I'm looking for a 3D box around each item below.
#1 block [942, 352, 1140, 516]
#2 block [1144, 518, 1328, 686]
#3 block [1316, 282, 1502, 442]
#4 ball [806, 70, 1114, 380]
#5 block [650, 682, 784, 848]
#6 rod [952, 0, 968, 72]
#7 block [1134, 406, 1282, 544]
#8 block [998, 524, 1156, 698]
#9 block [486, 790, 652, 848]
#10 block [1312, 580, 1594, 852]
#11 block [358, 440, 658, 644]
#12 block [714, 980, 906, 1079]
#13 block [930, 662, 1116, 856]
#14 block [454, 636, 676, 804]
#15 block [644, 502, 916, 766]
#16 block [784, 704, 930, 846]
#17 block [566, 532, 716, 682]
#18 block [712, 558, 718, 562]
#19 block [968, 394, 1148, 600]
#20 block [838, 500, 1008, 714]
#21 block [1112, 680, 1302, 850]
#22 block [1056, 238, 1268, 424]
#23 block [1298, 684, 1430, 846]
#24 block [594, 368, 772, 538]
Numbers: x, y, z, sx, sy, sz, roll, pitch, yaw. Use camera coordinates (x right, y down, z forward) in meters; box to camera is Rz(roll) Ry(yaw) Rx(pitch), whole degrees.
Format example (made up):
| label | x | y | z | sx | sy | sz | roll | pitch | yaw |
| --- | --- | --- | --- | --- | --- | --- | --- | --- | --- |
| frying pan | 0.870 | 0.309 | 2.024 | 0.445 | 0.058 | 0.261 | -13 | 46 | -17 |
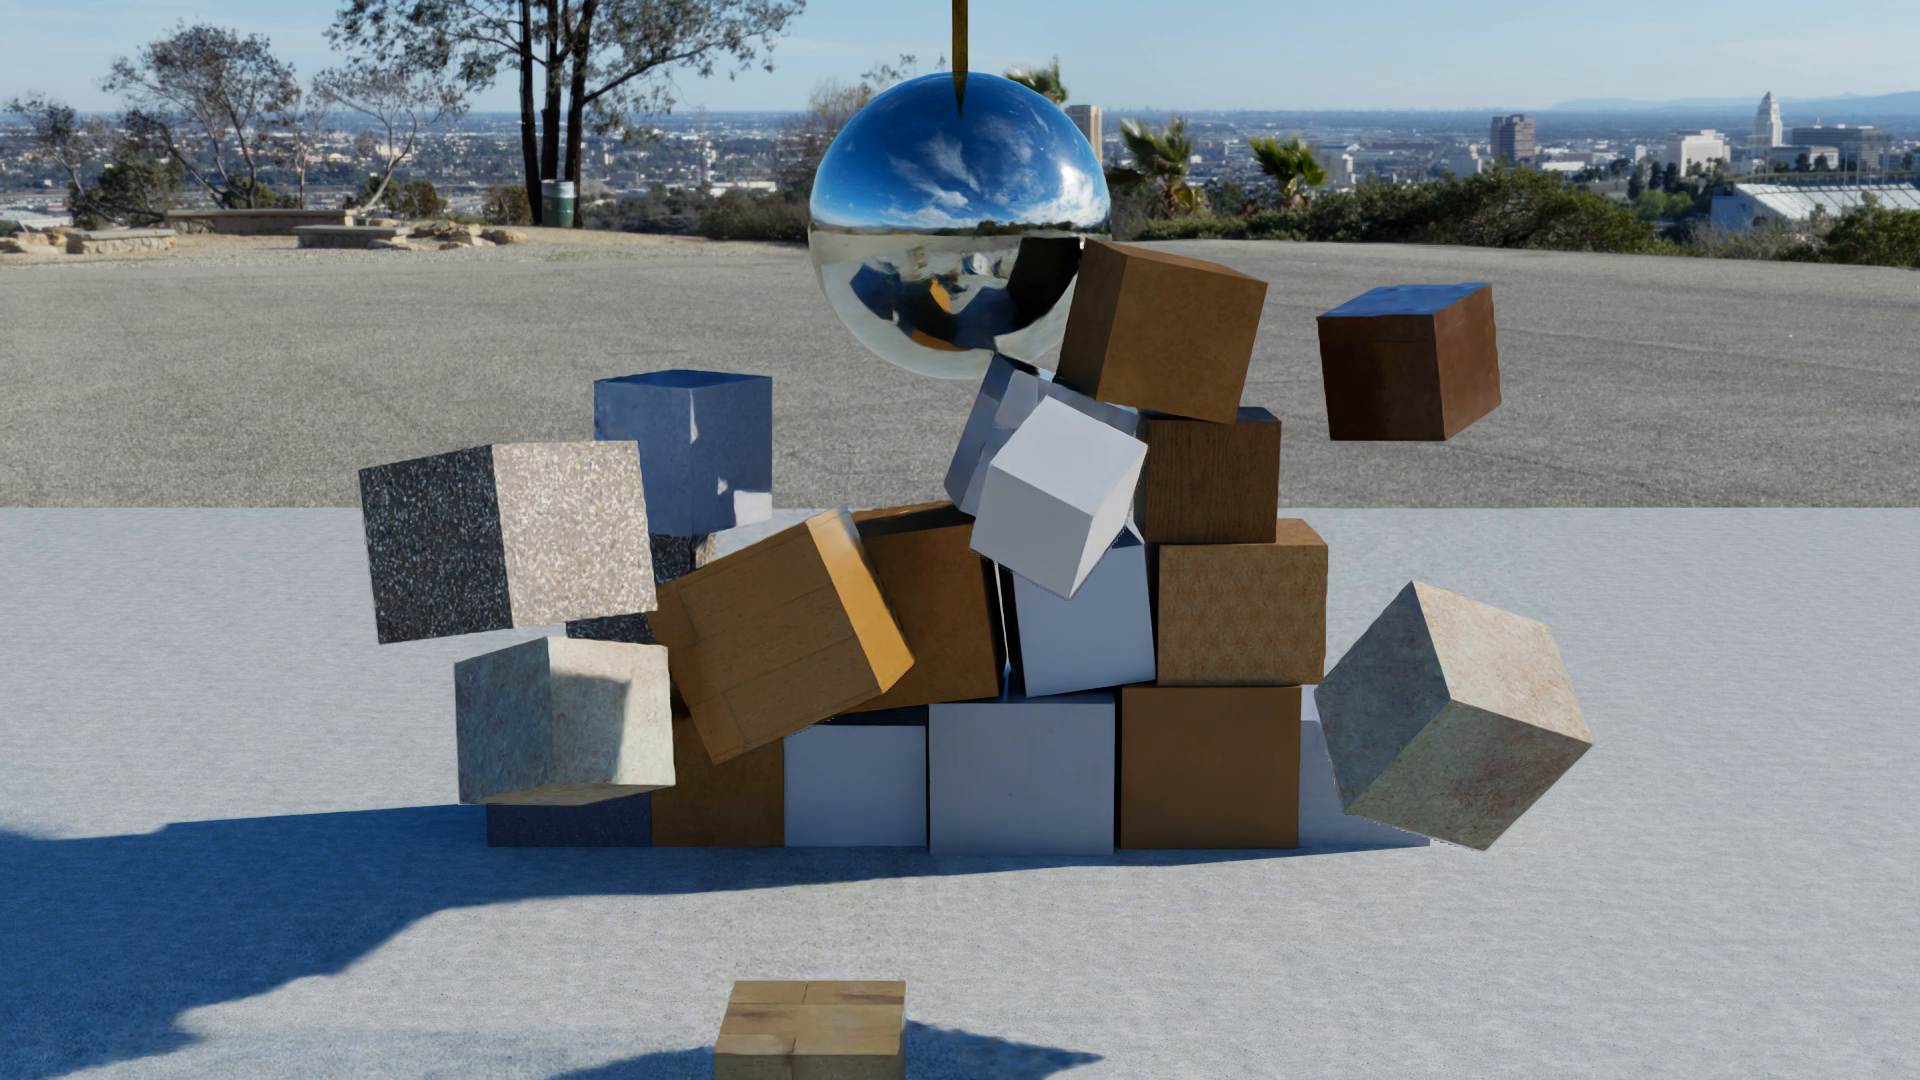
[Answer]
| label | x | y | z | sx | sy | sz | roll | pitch | yaw |
| --- | --- | --- | --- | --- | --- | --- | --- | --- | --- |
| block | 0.392 | -0.439 | 10.909 | 0.664 | 0.734 | 0.658 | 20 | 9 | -11 |
| block | 1.391 | 0.304 | 11.252 | 0.829 | 0.706 | 0.786 | 0 | 10 | -1 |
| block | 2.312 | -0.917 | 11.287 | 0.634 | 0.644 | 0.718 | 3 | 19 | 36 |
| ball | 0.000 | -1.635 | 11.493 | 1.600 | 1.600 | 1.600 | 0 | 10 | 0 |
| block | -1.213 | 1.144 | 11.392 | 0.664 | 0.673 | 0.790 | 0 | 10 | 0 |
| rod | 0.000 | -4.903 | 10.553 | 0.080 | 5.200 | 0.080 | 0 | 16 | 0 |
| block | 1.236 | -0.339 | 11.090 | 0.649 | 0.608 | 0.579 | 1 | 11 | -2 |
| block | 0.579 | 0.335 | 11.169 | 0.659 | 0.694 | 0.658 | -8 | 13 | -5 |
| block | -1.960 | 1.055 | 11.385 | 0.828 | 0.852 | 0.809 | 0 | 10 | 0 |
| block | 1.918 | 0.695 | 8.638 | 0.676 | 0.696 | 0.628 | 18 | 39 | -22 |
| block | -1.756 | 0.003 | 8.579 | 0.738 | 0.678 | 0.779 | -8 | -1 | 35 |
| block | -0.491 | 1.894 | 7.429 | 0.597 | 0.607 | 0.606 | 0 | 11 | 1 |
| block | 0.310 | 1.107 | 11.297 | 0.912 | 0.780 | 0.890 | 0 | 10 | 1 |
| block | -1.704 | 0.791 | 9.467 | 0.663 | 0.606 | 0.639 | -16 | -16 | 40 |
| block | -0.824 | 0.415 | 10.155 | 0.847 | 0.832 | 0.855 | -24 | 3 | 11 |
| block | -0.520 | 1.167 | 11.394 | 0.715 | 0.627 | 0.749 | 0 | 10 | 1 |
| block | -1.620 | 0.267 | 11.221 | 0.627 | 0.755 | 0.702 | 2 | 10 | 4 |
| block | -0.981 | 0.490 | 11.224 | 0.647 | 0.674 | 0.661 | 1 | 10 | 4 |
| block | 0.409 | -0.182 | 9.197 | 0.483 | 0.498 | 0.521 | 27 | 47 | 14 |
| block | -0.236 | 0.314 | 11.114 | 0.801 | 0.862 | 0.811 | -7 | 10 | 6 |
| block | 1.241 | 1.067 | 11.359 | 0.889 | 0.836 | 0.835 | 0 | 10 | -1 |
| block | 0.978 | -1.034 | 10.814 | 0.718 | 0.702 | 0.716 | 9 | 12 | -15 |
| block | 2.029 | 1.151 | 11.404 | 0.677 | 0.654 | 0.776 | 0 | 10 | 0 |
| block | -1.383 | -0.448 | 11.031 | 0.587 | 0.728 | 0.702 | 7 | 12 | 28 |
